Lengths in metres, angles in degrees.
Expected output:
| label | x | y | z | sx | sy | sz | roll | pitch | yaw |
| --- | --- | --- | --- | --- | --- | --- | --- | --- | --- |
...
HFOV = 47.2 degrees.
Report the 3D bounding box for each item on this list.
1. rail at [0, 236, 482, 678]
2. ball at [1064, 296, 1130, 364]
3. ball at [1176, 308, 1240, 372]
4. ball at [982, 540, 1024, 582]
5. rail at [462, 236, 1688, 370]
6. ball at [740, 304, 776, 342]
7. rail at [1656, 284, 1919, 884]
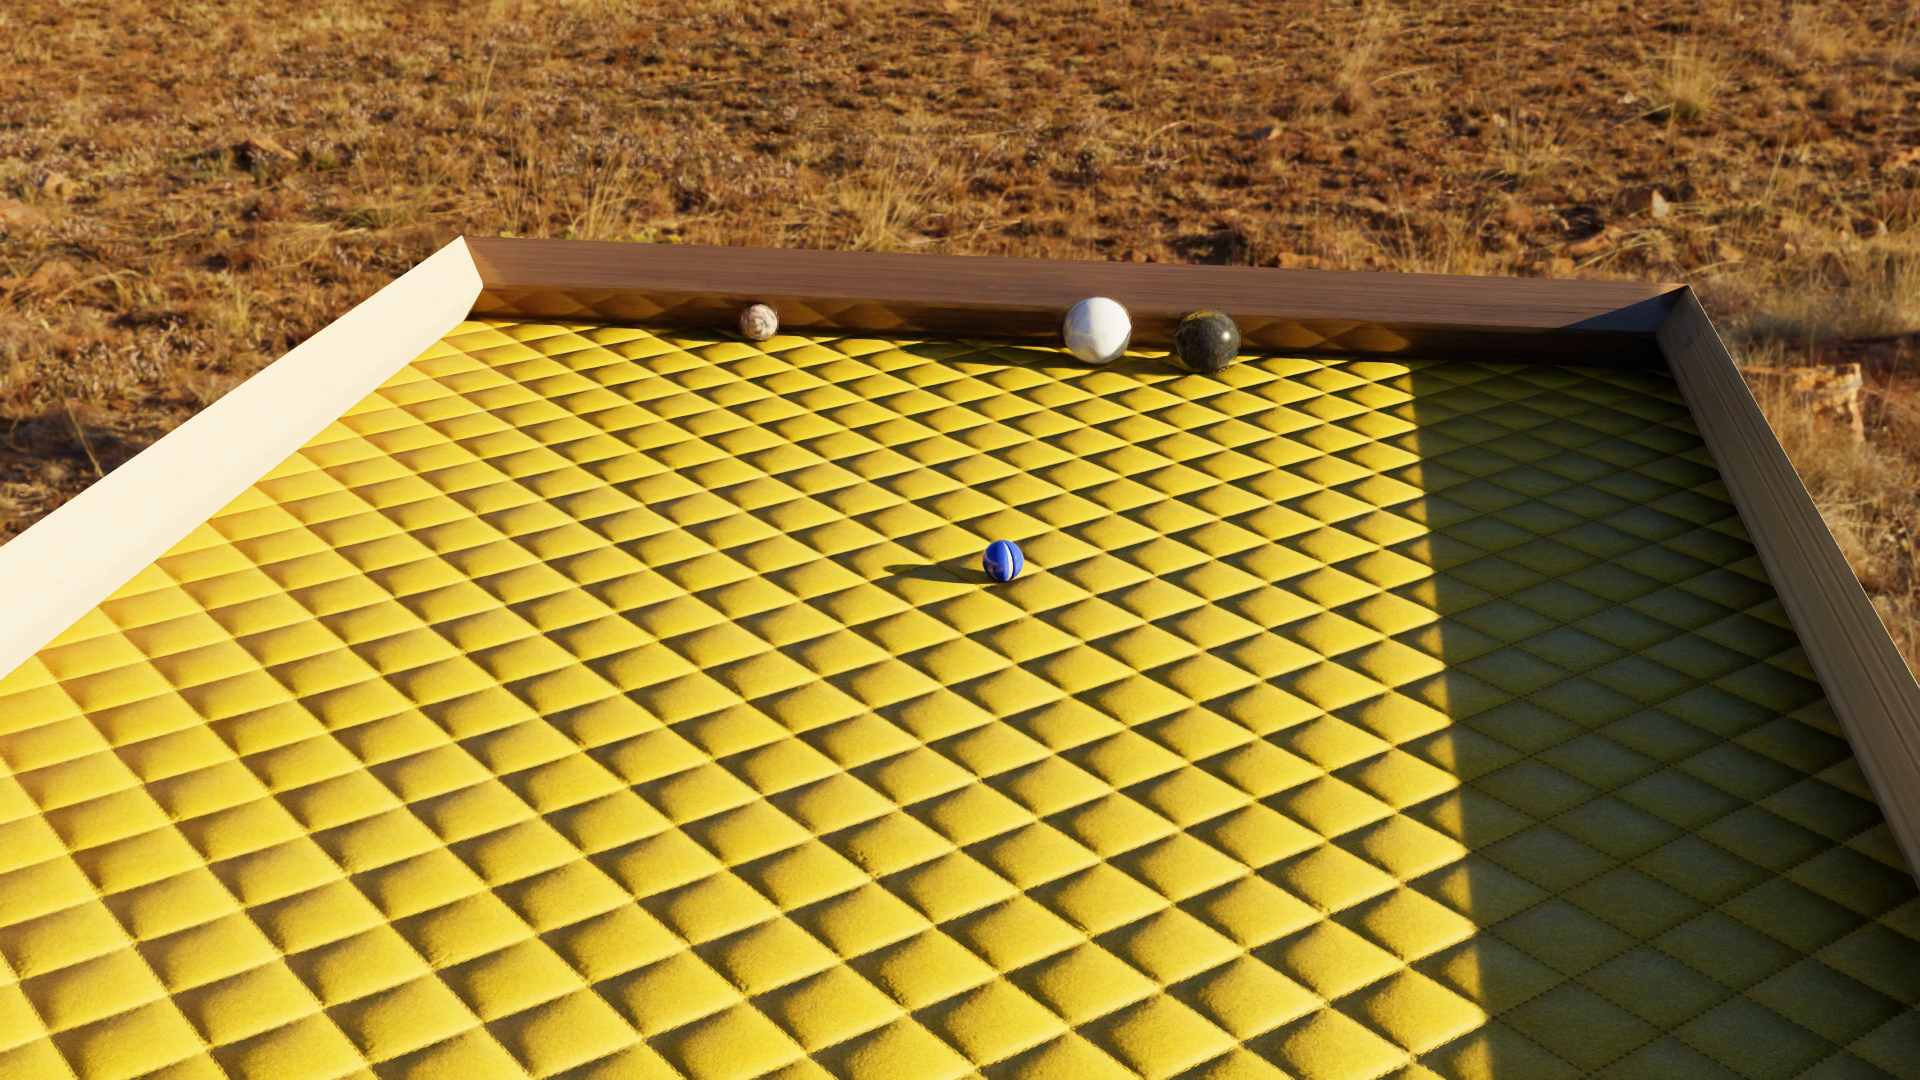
| label | x | y | z | sx | sy | sz | roll | pitch | yaw |
| --- | --- | --- | --- | --- | --- | --- | --- | --- | --- |
| rail | -1.005 | 0.243 | 1.772 | 0.045 | 0.126 | 3.495 | 3 | 22 | 8 |
| ball | 0.197 | -0.300 | 3.158 | 0.097 | 0.097 | 0.097 | 0 | 22 | 0 |
| ball | 0.351 | -0.284 | 3.127 | 0.090 | 0.090 | 0.090 | 0 | 22 | 0 |
| ball | 0.047 | 0.023 | 2.427 | 0.046 | 0.046 | 0.046 | 0 | 22 | 0 |
| rail | 0.130 | -0.345 | 3.227 | 1.811 | 0.126 | 0.045 | 3 | 22 | 8 |
| ball | -0.300 | -0.323 | 3.272 | 0.055 | 0.055 | 0.055 | 0 | 22 | 0 |
| rail | 0.738 | 0.344 | 1.523 | 0.045 | 0.126 | 3.495 | 3 | 22 | 8 |
